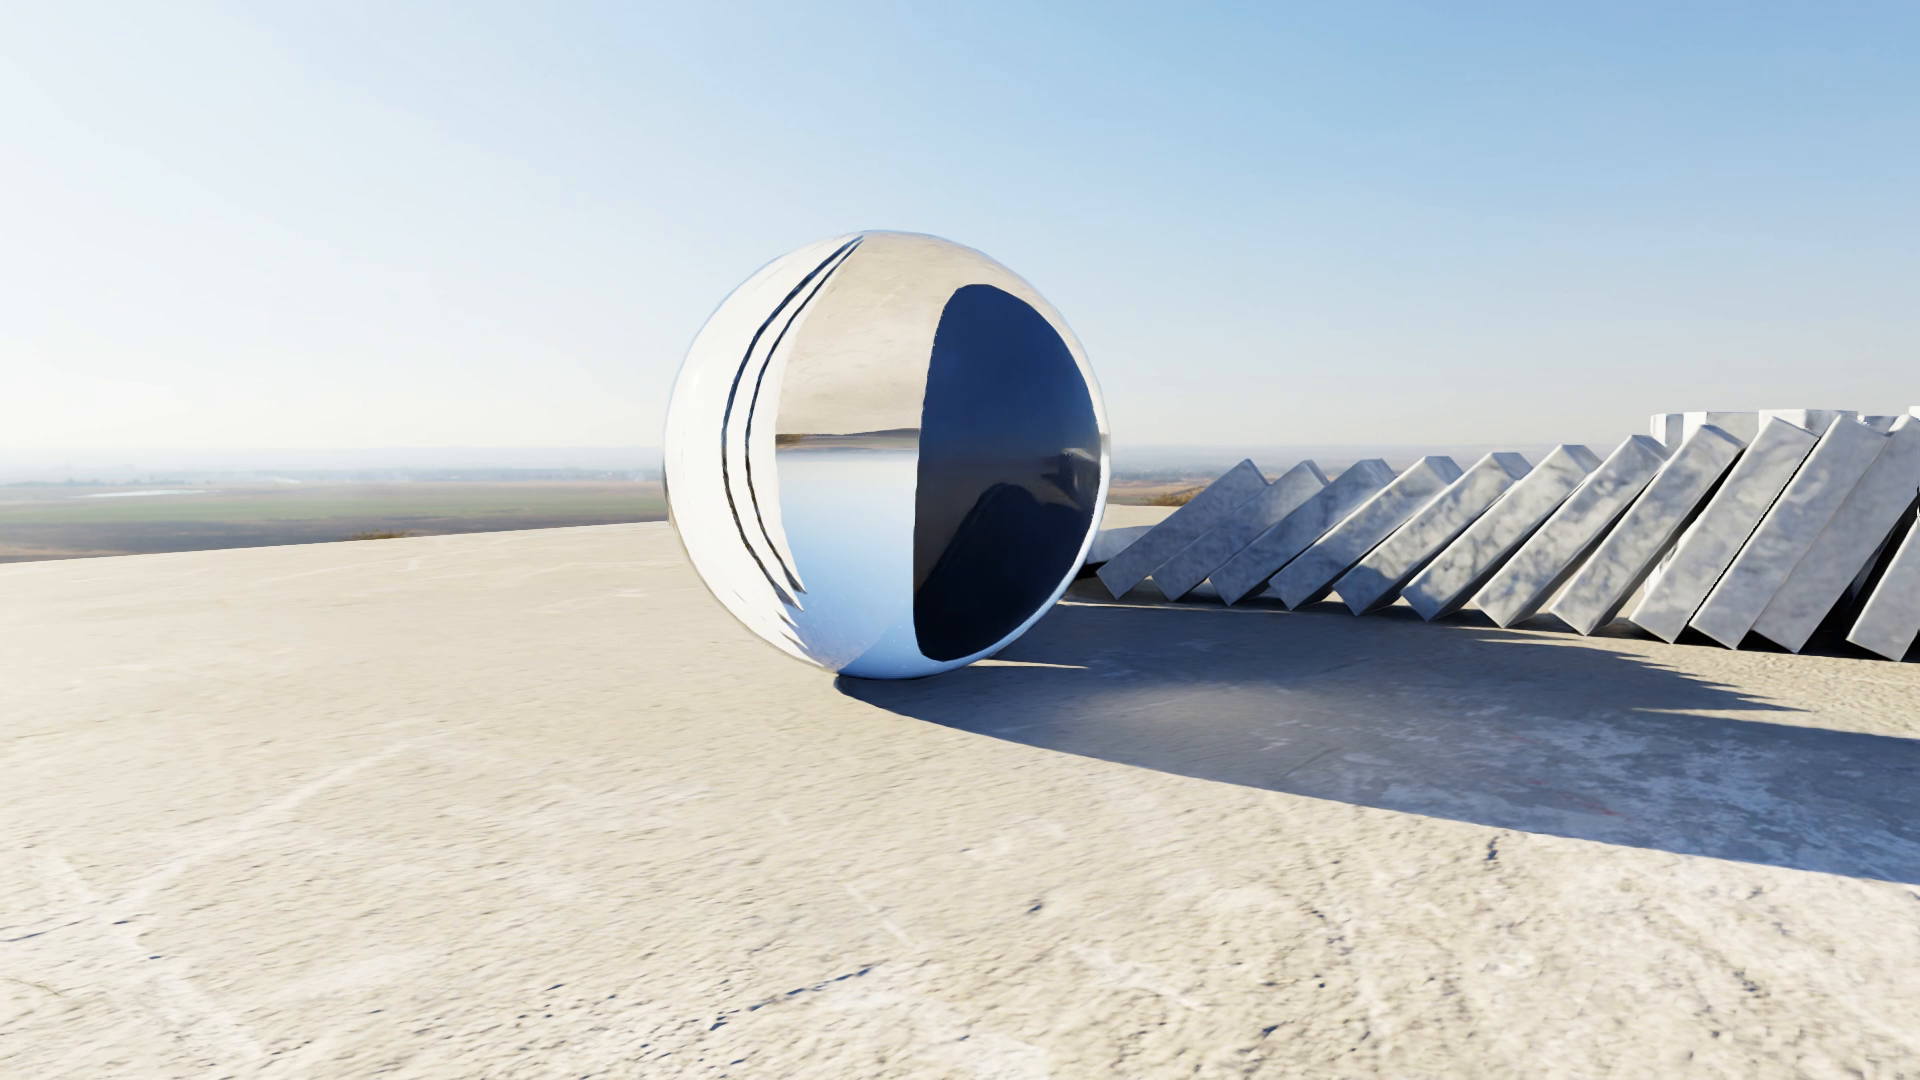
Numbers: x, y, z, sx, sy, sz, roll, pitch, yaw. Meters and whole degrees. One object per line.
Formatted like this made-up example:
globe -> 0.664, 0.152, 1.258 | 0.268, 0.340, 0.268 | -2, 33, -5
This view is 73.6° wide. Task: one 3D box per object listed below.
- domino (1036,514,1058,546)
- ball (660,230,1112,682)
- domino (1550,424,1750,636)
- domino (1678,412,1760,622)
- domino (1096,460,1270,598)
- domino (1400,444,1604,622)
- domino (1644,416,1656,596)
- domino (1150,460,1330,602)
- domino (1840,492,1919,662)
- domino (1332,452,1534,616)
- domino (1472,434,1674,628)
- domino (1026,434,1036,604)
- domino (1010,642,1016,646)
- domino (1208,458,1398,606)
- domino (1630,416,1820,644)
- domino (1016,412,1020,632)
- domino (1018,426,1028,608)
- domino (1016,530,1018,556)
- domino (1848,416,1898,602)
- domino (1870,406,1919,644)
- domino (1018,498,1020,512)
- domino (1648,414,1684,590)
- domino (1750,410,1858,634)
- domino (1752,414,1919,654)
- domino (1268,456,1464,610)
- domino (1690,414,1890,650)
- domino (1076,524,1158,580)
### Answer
domino -> 0.014, 0.002, 0.386 | 0.025, 0.010, 0.050 | -18, -8, 10
ball -> -0.013, -0.015, 0.231 | 0.080, 0.080, 0.080 | 0, 4, 0
domino -> 0.154, -0.002, 0.286 | 0.010, 0.050, 0.025 | 42, 27, 27
domino -> 0.188, -0.006, 0.308 | 0.025, 0.050, 0.010 | 0, 4, 1
domino -> 0.062, -0.003, 0.355 | 0.050, 0.010, 0.025 | -38, -7, 15
domino -> 0.130, -0.002, 0.307 | 0.025, 0.050, 0.010 | -6, 52, -53
domino -> 0.198, -0.008, 0.341 | 0.025, 0.050, 0.010 | 3, 5, 38
domino -> 0.077, -0.003, 0.348 | 0.050, 0.009, 0.025 | -39, -9, 19
domino -> 0.194, -0.002, 0.256 | 0.009, 0.050, 0.025 | 28, 18, 27
domino -> 0.118, -0.001, 0.316 | 0.025, 0.010, 0.050 | -6, -35, -53
domino -> 0.143, -0.002, 0.296 | 0.010, 0.050, 0.025 | 48, 29, 24
domino -> 0.008, -0.006, 0.353 | 0.025, 0.050, 0.010 | 0, -34, 4
domino -> 0.000, -0.003, 0.274 | 0.025, 0.050, 0.010 | 0, -19, 4
domino -> 0.091, -0.002, 0.337 | 0.050, 0.010, 0.025 | -41, -16, 26
domino -> 0.165, -0.002, 0.277 | 0.009, 0.050, 0.025 | 36, 23, 27
domino -> 0.001, -0.004, 0.295 | 0.025, 0.050, 0.009 | 0, -19, 4
domino -> 0.005, -0.007, 0.340 | 0.025, 0.050, 0.009 | 0, -29, 4
domino -> 0.000, -0.004, 0.285 | 0.025, 0.050, 0.010 | 0, -19, 4
domino -> 0.246, -0.009, 0.354 | 0.010, 0.050, 0.025 | 1, 4, 8
domino -> 0.209, -0.004, 0.278 | 0.010, 0.050, 0.025 | 11, 8, 22
domino -> 0.002, -0.007, 0.326 | 0.025, 0.050, 0.009 | 0, -19, 4
domino -> 0.190, -0.007, 0.325 | 0.025, 0.050, 0.009 | 1, 4, 15
domino -> 0.192, -0.004, 0.291 | 0.025, 0.050, 0.009 | -3, 5, -33
domino -> 0.183, -0.001, 0.264 | 0.009, 0.050, 0.025 | 35, 22, 26
domino -> 0.105, -0.002, 0.327 | 0.050, 0.010, 0.025 | -44, -20, 28
domino -> 0.173, -0.002, 0.269 | 0.010, 0.050, 0.025 | 35, 22, 26
domino -> 0.038, 0.005, 0.387 | 0.025, 0.010, 0.050 | -22, -10, 36
